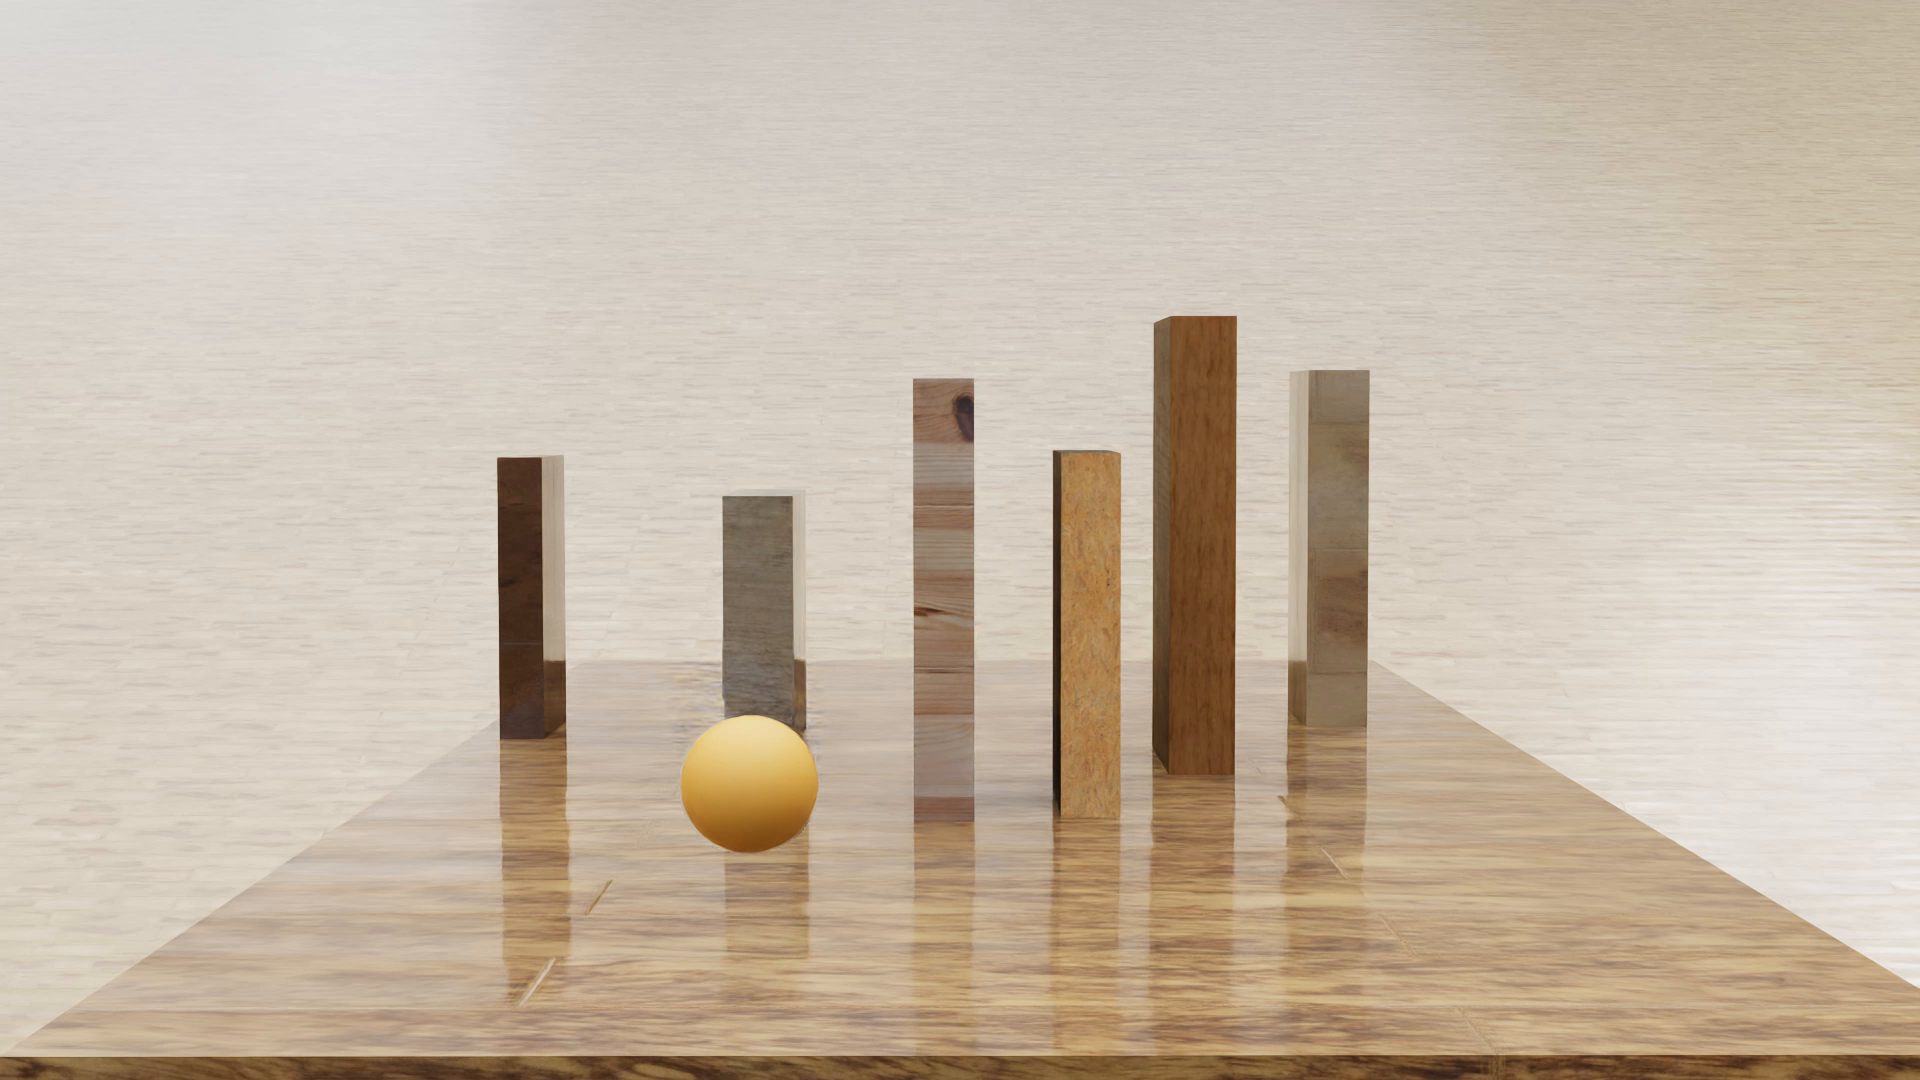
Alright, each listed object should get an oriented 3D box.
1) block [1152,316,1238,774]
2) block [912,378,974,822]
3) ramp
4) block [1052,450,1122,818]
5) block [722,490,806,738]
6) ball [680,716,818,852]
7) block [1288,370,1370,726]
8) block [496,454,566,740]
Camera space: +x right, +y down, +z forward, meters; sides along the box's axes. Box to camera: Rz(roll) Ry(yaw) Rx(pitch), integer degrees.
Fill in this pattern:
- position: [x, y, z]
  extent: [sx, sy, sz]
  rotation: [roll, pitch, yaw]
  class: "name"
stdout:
- position: [0.421, 0.001, 4.646]
  extent: [0.115, 0.797, 0.378]
  rotation: [0, 3, 0]
  class: "block"
- position: [-0.025, 0.083, 4.160]
  extent: [0.094, 0.683, 0.414]
  rotation: [0, 3, 0]
  class: "block"
- position: [0.050, 0.456, 4.533]
  extent: [2.000, 0.100, 4.000]
  rotation: [0, 3, 0]
  class: "ramp"
- position: [0.203, 0.140, 4.172]
  extent: [0.093, 0.568, 0.349]
  rotation: [0, 3, 0]
  class: "block"
- position: [-0.373, 0.147, 4.939]
  extent: [0.130, 0.477, 0.395]
  rotation: [0, 3, 0]
  class: "block"
- position: [-0.201, 0.233, 2.455]
  extent: [0.131, 0.131, 0.131]
  rotation: [0, 22, 0]
  class: "ball"
- position: [0.754, 0.011, 5.277]
  extent: [0.122, 0.713, 0.289]
  rotation: [0, 3, 0]
  class: "block"
- position: [-0.846, 0.106, 5.092]
  extent: [0.086, 0.544, 0.283]
  rotation: [0, 3, 0]
  class: "block"
